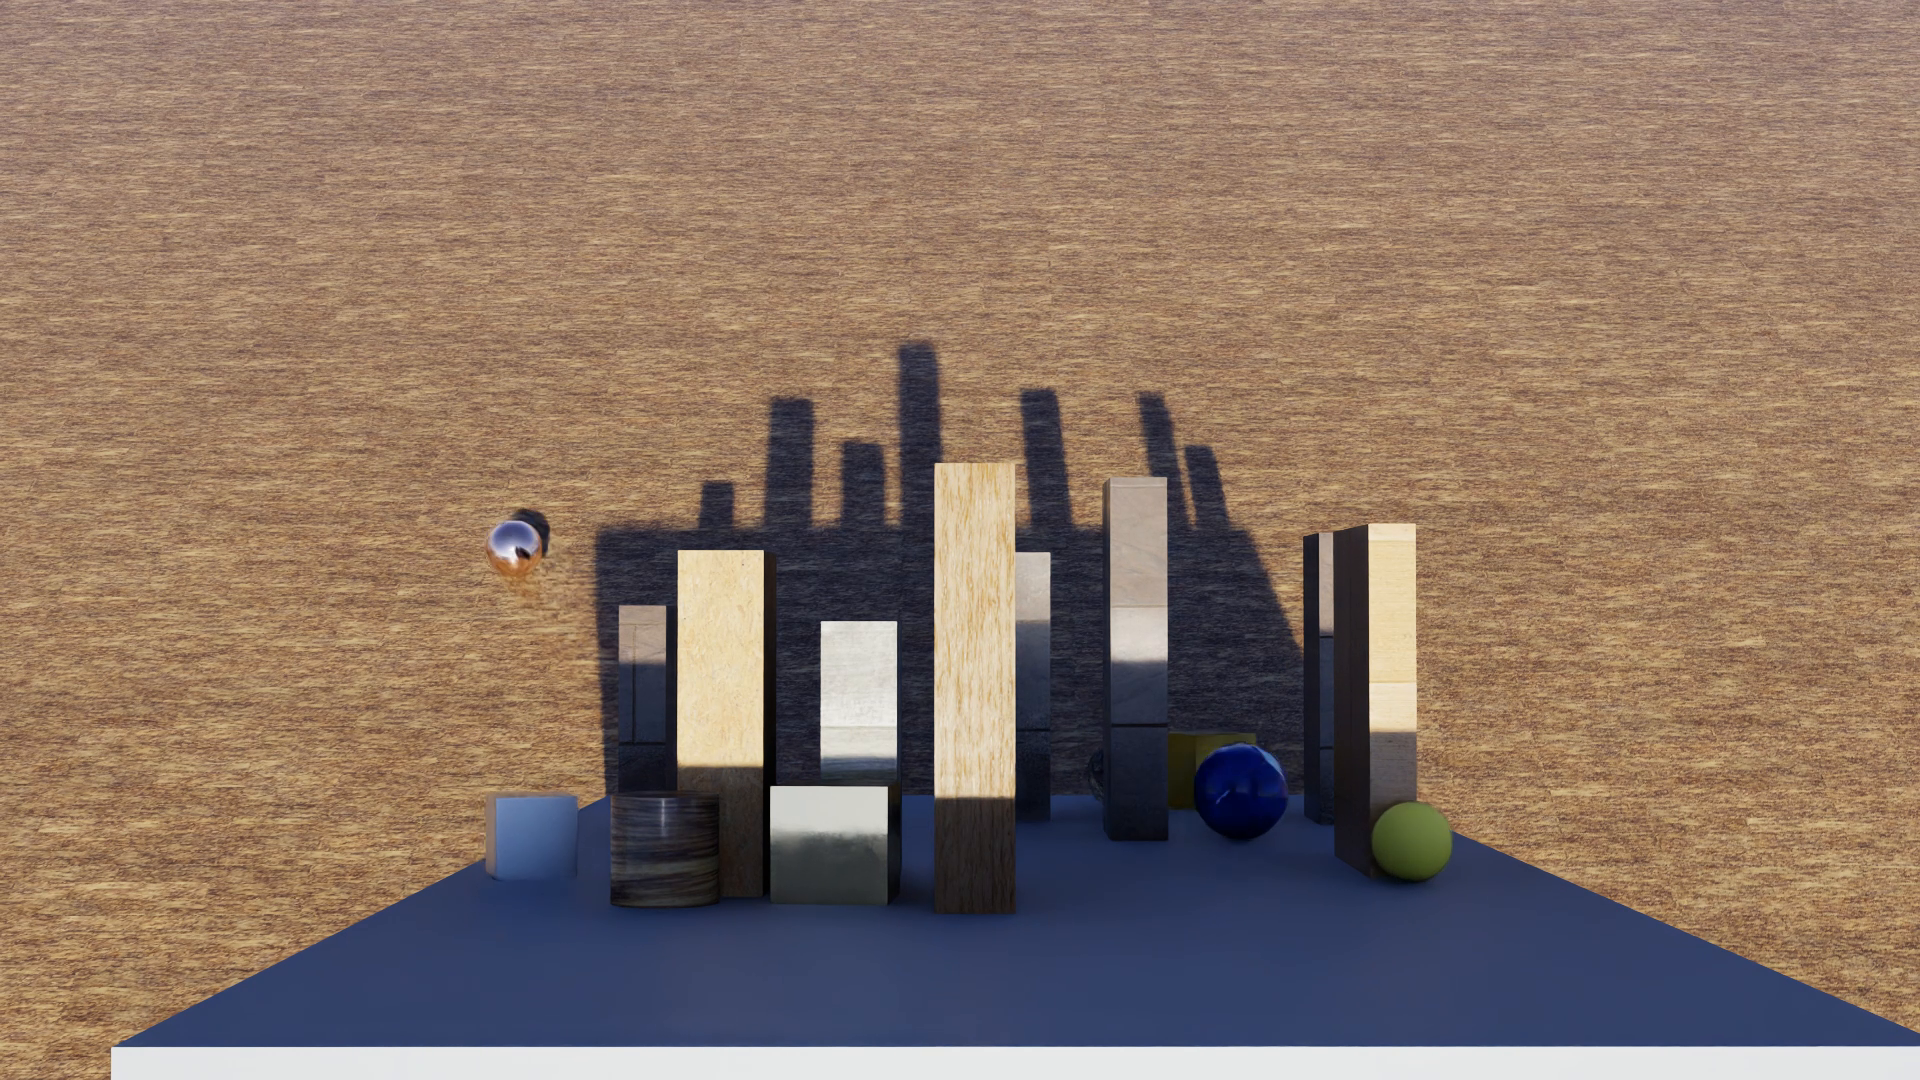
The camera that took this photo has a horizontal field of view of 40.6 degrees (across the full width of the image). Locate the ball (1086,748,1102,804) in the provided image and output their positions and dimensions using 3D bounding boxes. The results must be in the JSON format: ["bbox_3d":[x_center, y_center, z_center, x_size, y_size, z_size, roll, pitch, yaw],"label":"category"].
[{"bbox_3d":[0.391,0.570,6.292,0.168,0.168,0.168,0,35,0],"label":"ball"}]

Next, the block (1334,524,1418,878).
[{"bbox_3d":[0.776,0.295,4.875,0.084,0.635,0.444,0,-2,0],"label":"block"}]

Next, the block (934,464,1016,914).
[{"bbox_3d":[0.024,0.240,4.327,0.127,0.711,0.447,0,-2,0],"label":"block"}]

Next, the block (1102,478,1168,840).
[{"bbox_3d":[0.375,0.253,5.584,0.119,0.761,0.300,0,-2,0],"label":"block"}]

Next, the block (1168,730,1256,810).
[{"bbox_3d":[0.603,0.567,6.411,0.181,0.181,0.181,1,-2,-30],"label":"block"}]

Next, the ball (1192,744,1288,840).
[{"bbox_3d":[0.592,0.529,5.476,0.201,0.201,0.201,0,35,0],"label":"ball"}]

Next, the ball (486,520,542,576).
[{"bbox_3d":[-1.330,0.024,7.751,0.168,0.168,0.168,0,35,0],"label":"ball"}]

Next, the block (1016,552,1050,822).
[{"bbox_3d":[0.155,0.341,6.105,0.103,0.616,0.288,0,-2,0],"label":"block"}]

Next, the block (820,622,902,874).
[{"bbox_3d":[-0.172,0.375,4.616,0.129,0.460,0.394,0,-2,0],"label":"block"}]

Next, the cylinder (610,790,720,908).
[{"bbox_3d":[-0.483,0.505,4.255,0.177,0.177,0.177,0,-2,0],"label":"cylinder"}]

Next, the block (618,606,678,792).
[{"bbox_3d":[-0.662,0.386,5.536,0.098,0.492,0.264,0,-2,0],"label":"block"}]

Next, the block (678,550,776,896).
[{"bbox_3d":[-0.401,0.312,4.504,0.143,0.579,0.311,0,-2,0],"label":"block"}]

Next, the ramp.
[{"bbox_3d":[0.077,0.661,4.822,2.000,0.100,4.000,0,-2,0],"label":"ramp"}]

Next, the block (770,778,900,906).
[{"bbox_3d":[-0.205,0.500,4.316,0.192,0.192,0.192,0,-2,5],"label":"block"}]

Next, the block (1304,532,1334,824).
[{"bbox_3d":[0.856,0.316,5.983,0.092,0.657,0.271,0,-2,0],"label":"block"}]

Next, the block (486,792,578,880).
[{"bbox_3d":[-0.777,0.535,4.707,0.146,0.146,0.146,1,-2,-18],"label":"block"}]

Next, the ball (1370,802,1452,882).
[{"bbox_3d":[0.795,0.533,4.575,0.141,0.141,0.141,0,35,0],"label":"ball"}]
